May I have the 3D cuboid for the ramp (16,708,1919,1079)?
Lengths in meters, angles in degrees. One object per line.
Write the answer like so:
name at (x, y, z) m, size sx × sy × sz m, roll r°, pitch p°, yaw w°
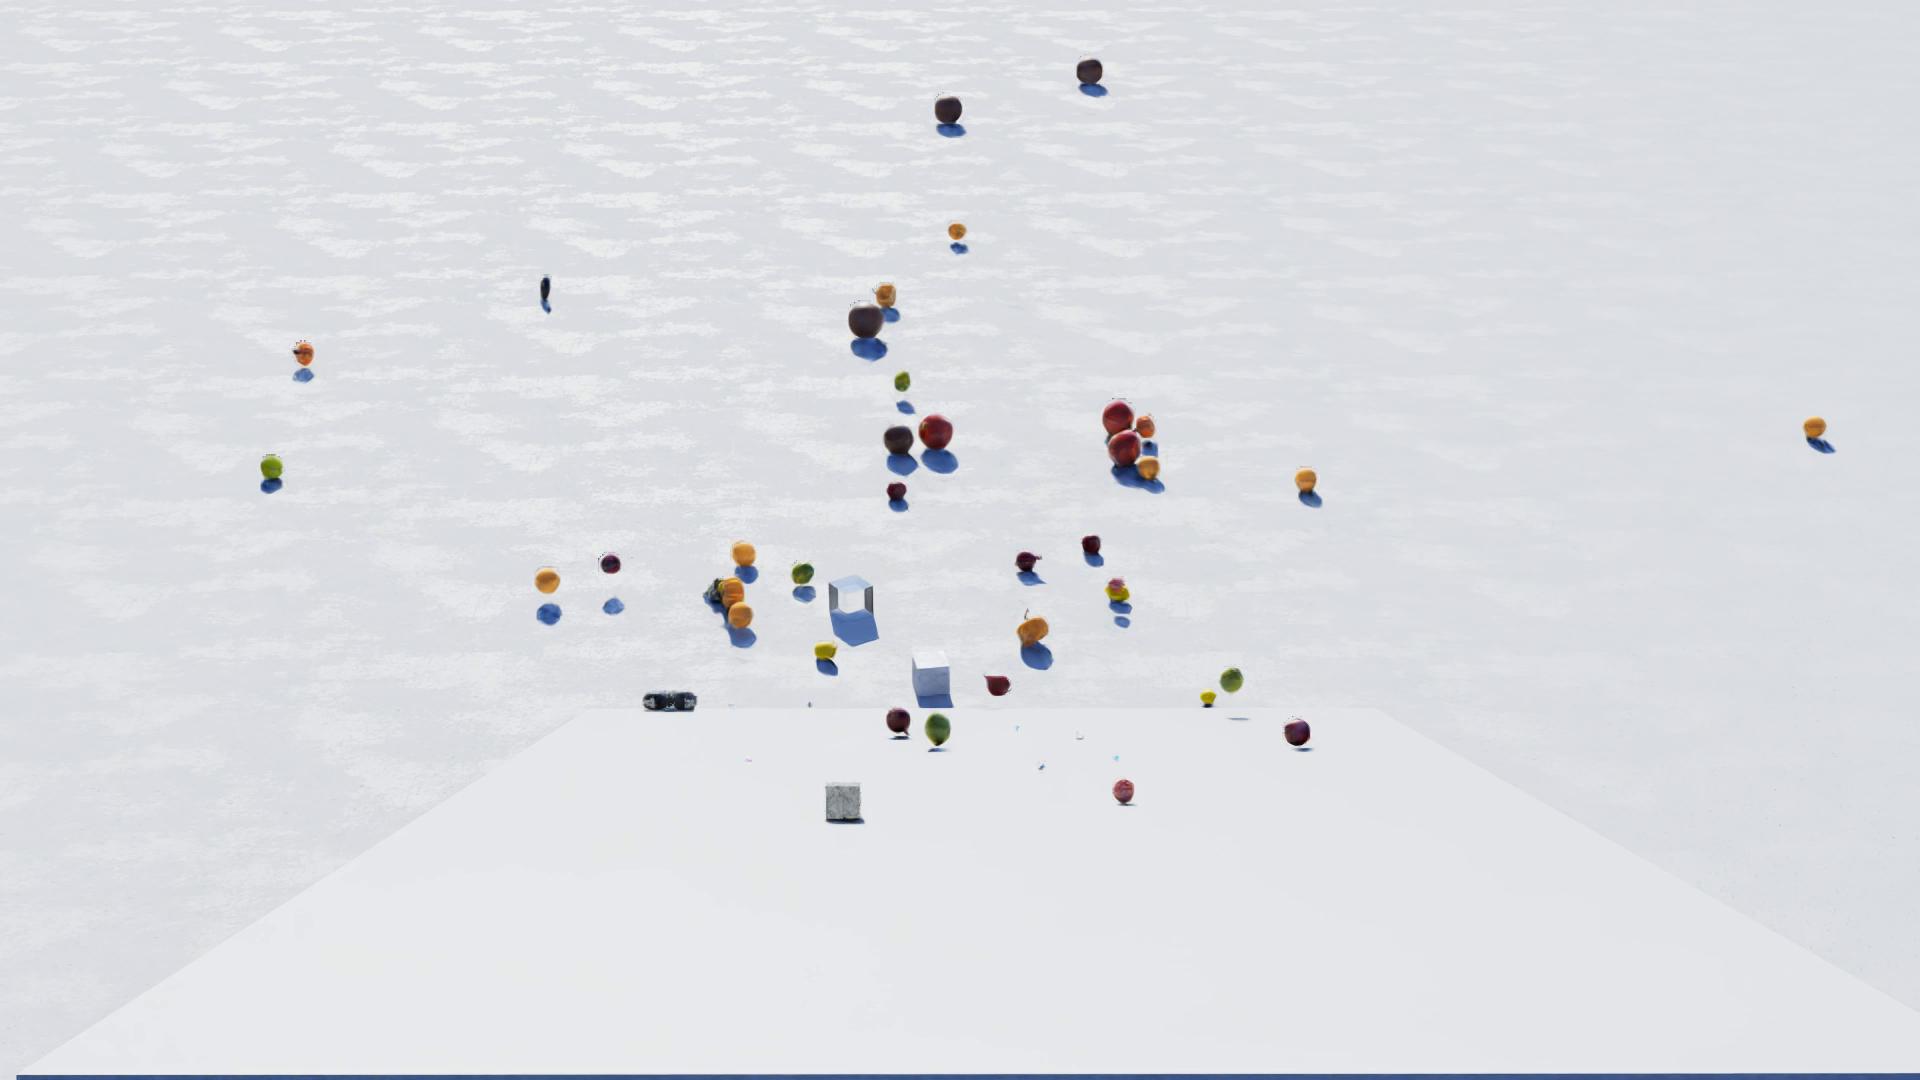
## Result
ramp at (0.059, 0.530, 4.567) m, size 2.000 × 0.100 × 4.000 m, roll 0°, pitch 1°, yaw 0°

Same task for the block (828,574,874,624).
block at (-0.305, 0.164, 7.219) m, size 0.091 × 0.091 × 0.091 m, roll -17°, pitch 30°, yaw -31°

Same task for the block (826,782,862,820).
block at (-0.202, 0.453, 4.469) m, size 0.059 × 0.059 × 0.059 m, roll 0°, pitch 1°, yaw 0°

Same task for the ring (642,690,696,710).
ring at (-0.736, 0.407, 6.543) m, size 0.139 × 0.046 × 0.139 m, roll 1°, pitch 0°, yaw 0°

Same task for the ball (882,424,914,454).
ball at (-0.197, -0.322, 8.214) m, size 0.100 × 0.100 × 0.100 m, roll 0°, pitch 26°, yaw 0°

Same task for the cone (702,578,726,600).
cone at (-0.707, 0.151, 7.317) m, size 0.065 × 0.065 × 0.065 m, roll -19°, pitch 18°, yaw 24°

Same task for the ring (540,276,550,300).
ring at (-1.525, -0.926, 9.479) m, size 0.029 × 0.086 × 0.086 m, roll 6°, pitch 23°, yaw -21°

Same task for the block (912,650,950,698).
block at (-0.077, 0.355, 6.830) m, size 0.085 × 0.085 × 0.085 m, roll -5°, pitch 26°, yaw -11°
